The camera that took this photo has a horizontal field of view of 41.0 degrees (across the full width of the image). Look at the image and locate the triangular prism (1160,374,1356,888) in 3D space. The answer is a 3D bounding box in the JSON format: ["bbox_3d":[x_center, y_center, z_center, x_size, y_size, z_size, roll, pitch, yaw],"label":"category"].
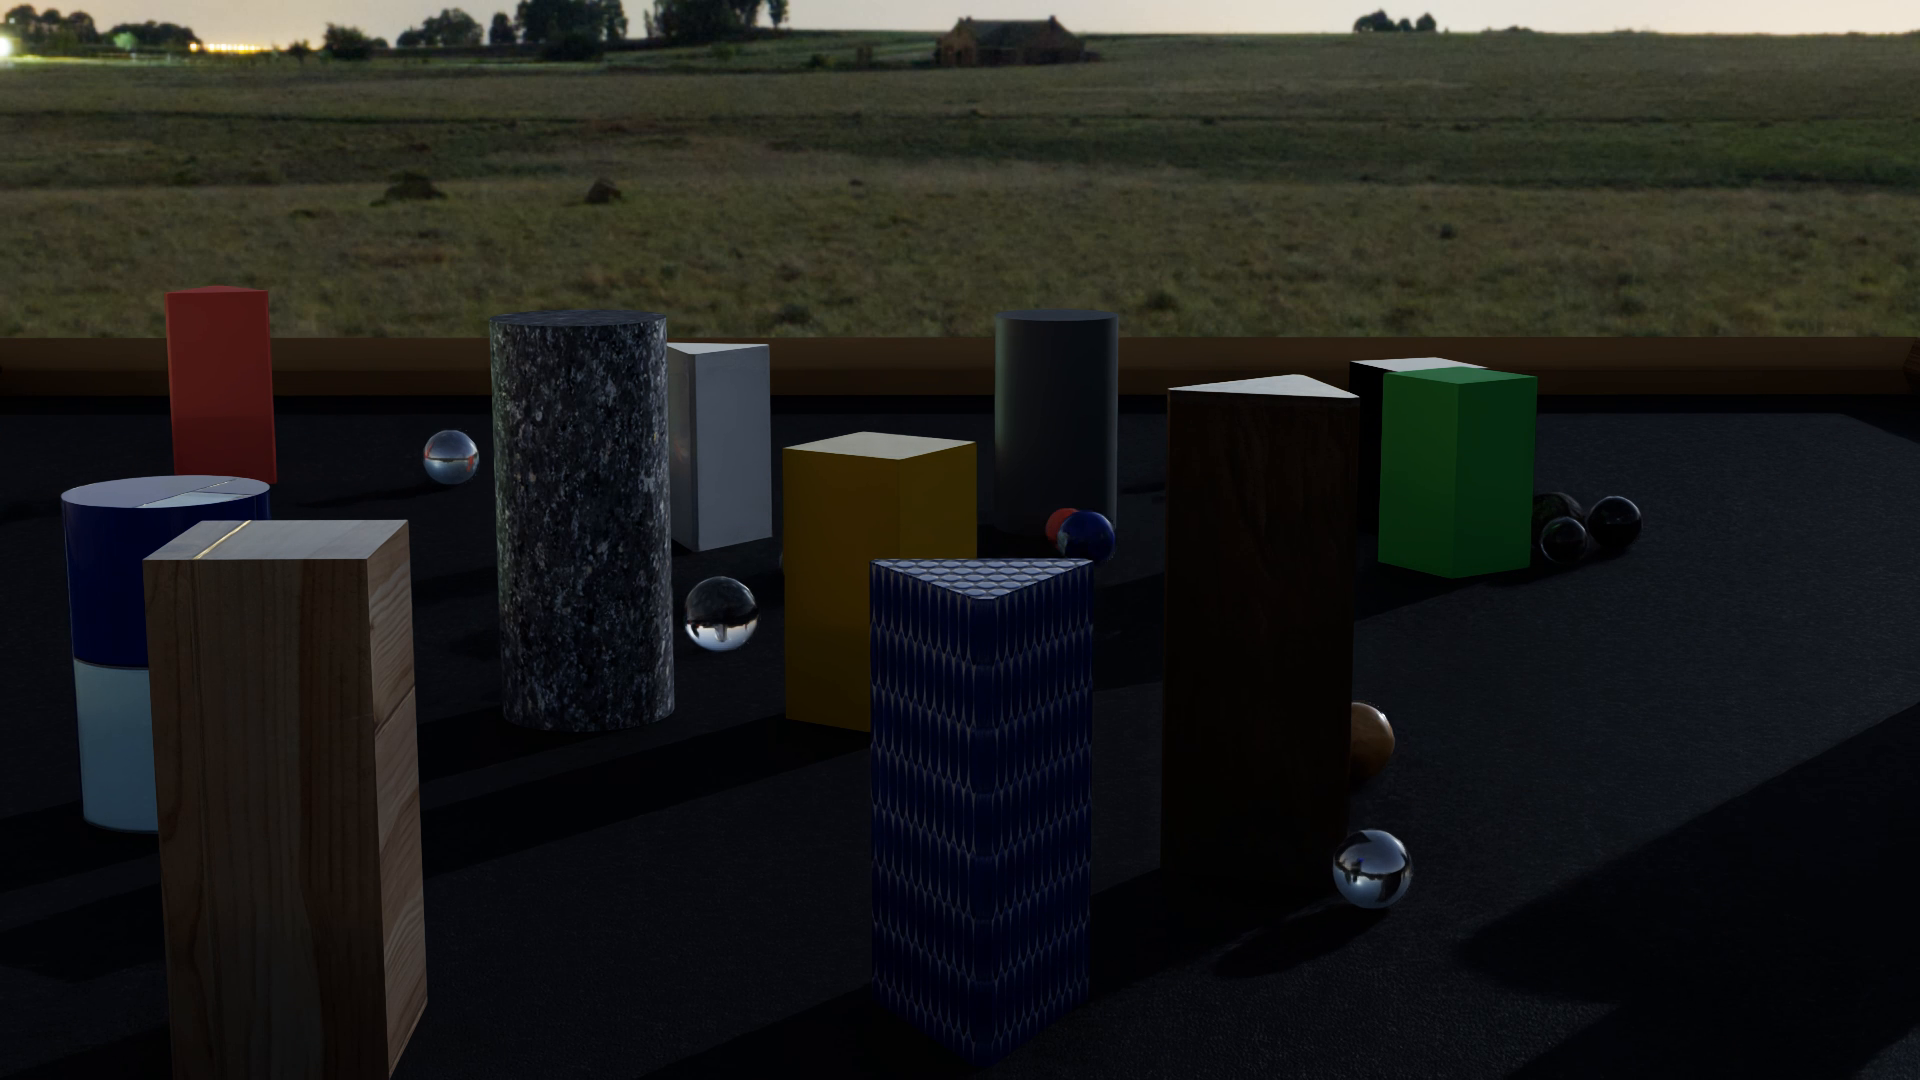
[{"bbox_3d":[0.288,0.077,2.351,0.169,0.443,0.146,4,11,20],"label":"triangular prism"}]

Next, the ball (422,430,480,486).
[{"bbox_3d":[-0.891,-0.144,4.487,0.097,0.097,0.097,0,11,0],"label":"ball"}]

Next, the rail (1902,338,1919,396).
[{"bbox_3d":[2.120,0.030,3.461,0.045,0.127,4.597,0,11,0],"label":"rail"}]

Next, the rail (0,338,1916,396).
[{"bbox_3d":[-0.013,-0.383,5.686,4.288,0.127,0.045,0,11,0],"label":"rail"}]

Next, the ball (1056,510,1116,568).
[{"bbox_3d":[0.184,-0.001,3.747,0.085,0.085,0.085,0,11,0],"label":"ball"}]

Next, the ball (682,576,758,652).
[{"bbox_3d":[-0.300,0.093,3.212,0.095,0.095,0.095,0,11,0],"label":"ball"}]

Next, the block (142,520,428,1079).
[{"bbox_3d":[-0.494,0.189,1.902,0.156,0.386,0.156,0,11,-1],"label":"block"}]

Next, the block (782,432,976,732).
[{"bbox_3d":[-0.089,0.046,2.888,0.156,0.308,0.156,7,12,32],"label":"block"}]

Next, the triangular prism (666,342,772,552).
[{"bbox_3d":[-0.404,-0.150,3.962,0.146,0.300,0.169,8,13,38],"label":"triangular prism"}]

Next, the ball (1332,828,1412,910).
[{"bbox_3d":[0.360,0.287,2.239,0.070,0.070,0.070,0,11,0],"label":"ball"}]

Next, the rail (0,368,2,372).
[{"bbox_3d":[-2.120,0.035,3.437,0.045,0.127,4.597,0,11,0],"label":"rail"}]

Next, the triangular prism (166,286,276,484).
[{"bbox_3d":[-1.303,-0.275,4.530,0.169,0.338,0.146,-3,11,-15],"label":"triangular prism"}]

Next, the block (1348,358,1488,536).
[{"bbox_3d":[0.716,-0.144,4.028,0.156,0.264,0.156,-4,11,-21],"label":"block"}]

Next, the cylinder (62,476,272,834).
[{"bbox_3d":[-0.772,0.108,2.525,0.195,0.317,0.195,0,11,0],"label":"cylinder"}]

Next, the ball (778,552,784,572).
[{"bbox_3d":[-0.239,0.032,3.689,0.043,0.043,0.043,0,11,0],"label":"ball"}]

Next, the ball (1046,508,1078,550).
[{"bbox_3d":[0.162,-0.016,3.879,0.066,0.066,0.066,0,11,0],"label":"ball"}]

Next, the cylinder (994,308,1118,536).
[{"bbox_3d":[0.152,-0.188,4.065,0.195,0.338,0.195,0,11,0],"label":"cylinder"}]

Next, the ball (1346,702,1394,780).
[{"bbox_3d":[0.406,0.207,2.639,0.081,0.081,0.081,0,11,0],"label":"ball"}]

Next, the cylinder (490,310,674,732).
[{"bbox_3d":[-0.424,-0.026,2.889,0.195,0.449,0.195,0,11,0],"label":"cylinder"}]

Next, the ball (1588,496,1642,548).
[{"bbox_3d":[0.995,-0.027,3.900,0.080,0.080,0.080,0,11,0],"label":"ball"}]

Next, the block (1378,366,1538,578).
[{"bbox_3d":[0.727,-0.102,3.756,0.156,0.281,0.156,-7,13,-33],"label":"block"}]

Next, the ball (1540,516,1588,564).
[{"bbox_3d":[0.891,0.000,3.785,0.069,0.069,0.069,0,11,0],"label":"ball"}]

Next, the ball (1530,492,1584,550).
[{"bbox_3d":[0.895,-0.027,3.870,0.093,0.093,0.093,0,11,0],"label":"ball"}]

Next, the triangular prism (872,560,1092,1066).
[{"bbox_3d":[0.038,0.195,1.963,0.146,0.352,0.169,-6,12,-30],"label":"triangular prism"}]
